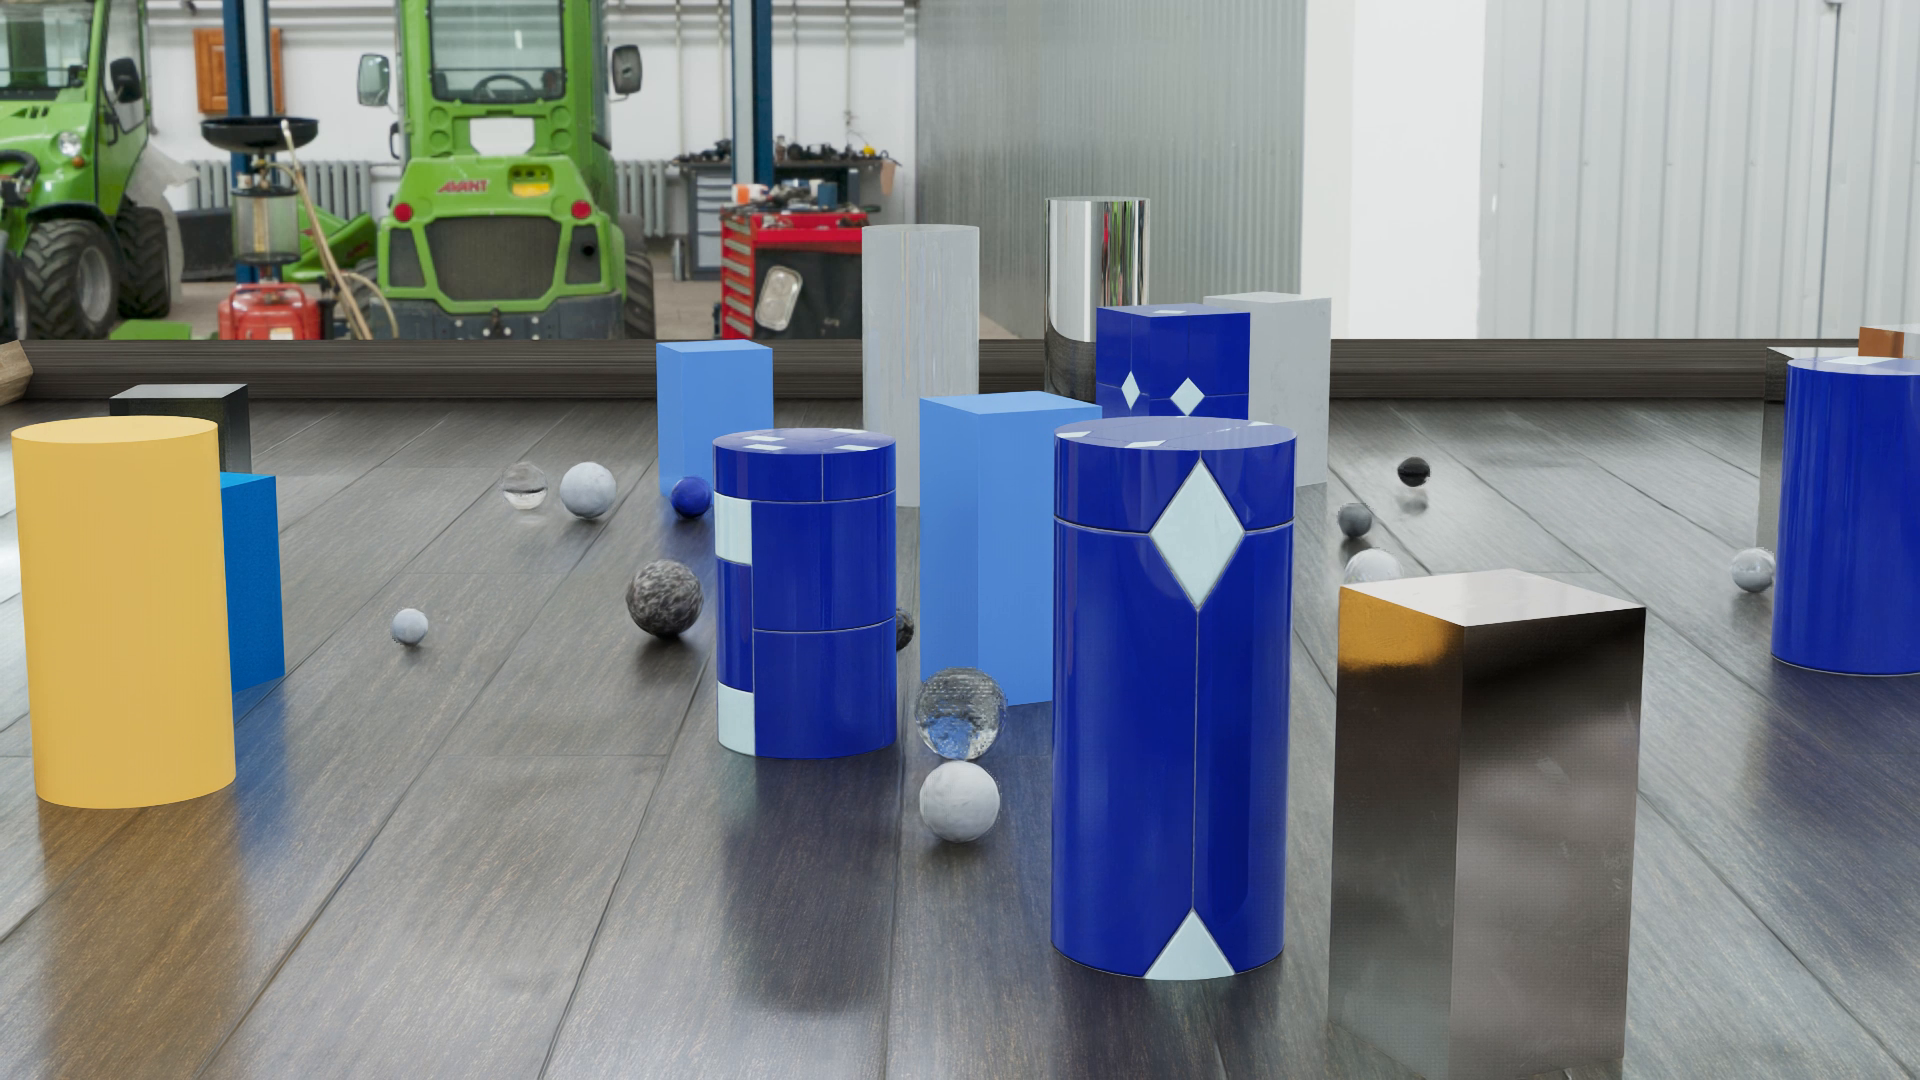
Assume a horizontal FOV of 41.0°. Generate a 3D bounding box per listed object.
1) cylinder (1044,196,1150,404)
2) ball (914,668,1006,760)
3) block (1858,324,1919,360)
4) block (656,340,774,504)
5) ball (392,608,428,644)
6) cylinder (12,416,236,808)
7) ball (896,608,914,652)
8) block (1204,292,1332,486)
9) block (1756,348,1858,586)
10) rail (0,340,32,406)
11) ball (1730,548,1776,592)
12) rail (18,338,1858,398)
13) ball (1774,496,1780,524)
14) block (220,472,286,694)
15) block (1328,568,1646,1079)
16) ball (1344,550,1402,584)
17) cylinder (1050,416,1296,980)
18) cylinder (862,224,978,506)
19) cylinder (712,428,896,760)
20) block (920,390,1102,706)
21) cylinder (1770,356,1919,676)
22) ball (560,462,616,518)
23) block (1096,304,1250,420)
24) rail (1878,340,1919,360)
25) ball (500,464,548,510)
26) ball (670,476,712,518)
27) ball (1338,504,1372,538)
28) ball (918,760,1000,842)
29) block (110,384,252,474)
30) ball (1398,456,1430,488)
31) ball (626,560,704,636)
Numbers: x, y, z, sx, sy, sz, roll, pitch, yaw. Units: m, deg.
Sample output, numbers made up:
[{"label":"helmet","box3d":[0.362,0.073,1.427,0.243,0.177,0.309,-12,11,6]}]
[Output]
[{"label":"cylinder","box3d":[0.257,-0.404,4.850,0.197,0.479,0.197,0,10,0]},{"label":"ball","box3d":[0.001,0.184,2.720,0.098,0.098,0.098,0,10,0]},{"label":"block","box3d":[1.278,-0.080,3.344,0.158,0.390,0.158,-5,12,-24]},{"label":"block","box3d":[-0.417,-0.202,4.367,0.158,0.258,0.158,-4,11,-21]},{"label":"ball","box3d":[-0.700,0.110,3.267,0.045,0.045,0.045,0,10,0]},{"label":"cylinder","box3d":[-0.848,0.069,2.609,0.197,0.366,0.197,0,10,0]},{"label":"ball","box3d":[-0.086,0.113,3.222,0.055,0.055,0.055,0,10,0]},{"label":"block","box3d":[0.538,-0.264,4.515,0.158,0.327,0.158,-9,14,-41]},{"label":"block","box3d":[1.230,-0.099,3.618,0.158,0.328,0.158,0,11,2]},{"label":"rail","box3d":[-2.041,0.035,3.437,0.045,0.128,4.538,0,10,0]},{"label":"ball","box3d":[1.109,0.042,3.584,0.063,0.063,0.063,0,10,0]},{"label":"rail","box3d":[-0.013,-0.376,5.657,4.130,0.128,0.045,0,10,0]},{"label":"ball","box3d":[1.310,-0.044,3.999,0.081,0.081,0.081,0,10,0]},{"label":"block","box3d":[-0.919,0.051,3.038,0.158,0.244,0.158,4,11,22]},{"label":"block","box3d":[0.389,0.209,1.915,0.158,0.342,0.158,-5,12,-24]},{"label":"ball","box3d":[0.561,0.052,3.486,0.079,0.079,0.079,0,10,0]},{"label":"cylinder","box3d":[0.175,0.125,2.126,0.197,0.432,0.197,0,10,0]},{"label":"cylinder","box3d":[-0.066,-0.298,4.338,0.197,0.457,0.197,0,10,0]},{"label":"cylinder","box3d":[-0.168,0.054,2.790,0.197,0.328,0.197,0,10,0]},{"label":"block","box3d":[0.058,0.007,3.010,0.158,0.341,0.158,-5,12,-25]},{"label":"cylinder","box3d":[1.111,-0.033,3.159,0.197,0.366,0.197,0,10,0]},{"label":"ball","box3d":[-0.604,-0.081,4.170,0.091,0.091,0.091,0,10,0]},{"label":"block","box3d":[0.298,-0.131,3.627,0.158,0.388,0.158,-5,12,-24]},{"label":"rail","box3d":[2.041,0.031,3.460,0.045,0.128,4.538,0,10,0]},{"label":"ball","box3d":[-0.722,-0.089,4.252,0.077,0.077,0.077,0,10,0]},{"label":"ball","box3d":[-0.438,-0.069,4.177,0.067,0.067,0.067,0,10,0]},{"label":"ball","box3d":[0.617,-0.030,4.004,0.052,0.052,0.052,0,10,0]},{"label":"ball","box3d":[-0.001,0.248,2.434,0.077,0.077,0.077,0,10,0]},{"label":"block","box3d":[-1.126,-0.086,3.726,0.158,0.263,0.158,0,11,-3]},{"label":"ball","box3d":[0.793,-0.120,4.481,0.055,0.055,0.055,0,10,0]},{"label":"ball","box3d":[-0.380,0.076,3.306,0.099,0.099,0.099,0,10,0]}]
